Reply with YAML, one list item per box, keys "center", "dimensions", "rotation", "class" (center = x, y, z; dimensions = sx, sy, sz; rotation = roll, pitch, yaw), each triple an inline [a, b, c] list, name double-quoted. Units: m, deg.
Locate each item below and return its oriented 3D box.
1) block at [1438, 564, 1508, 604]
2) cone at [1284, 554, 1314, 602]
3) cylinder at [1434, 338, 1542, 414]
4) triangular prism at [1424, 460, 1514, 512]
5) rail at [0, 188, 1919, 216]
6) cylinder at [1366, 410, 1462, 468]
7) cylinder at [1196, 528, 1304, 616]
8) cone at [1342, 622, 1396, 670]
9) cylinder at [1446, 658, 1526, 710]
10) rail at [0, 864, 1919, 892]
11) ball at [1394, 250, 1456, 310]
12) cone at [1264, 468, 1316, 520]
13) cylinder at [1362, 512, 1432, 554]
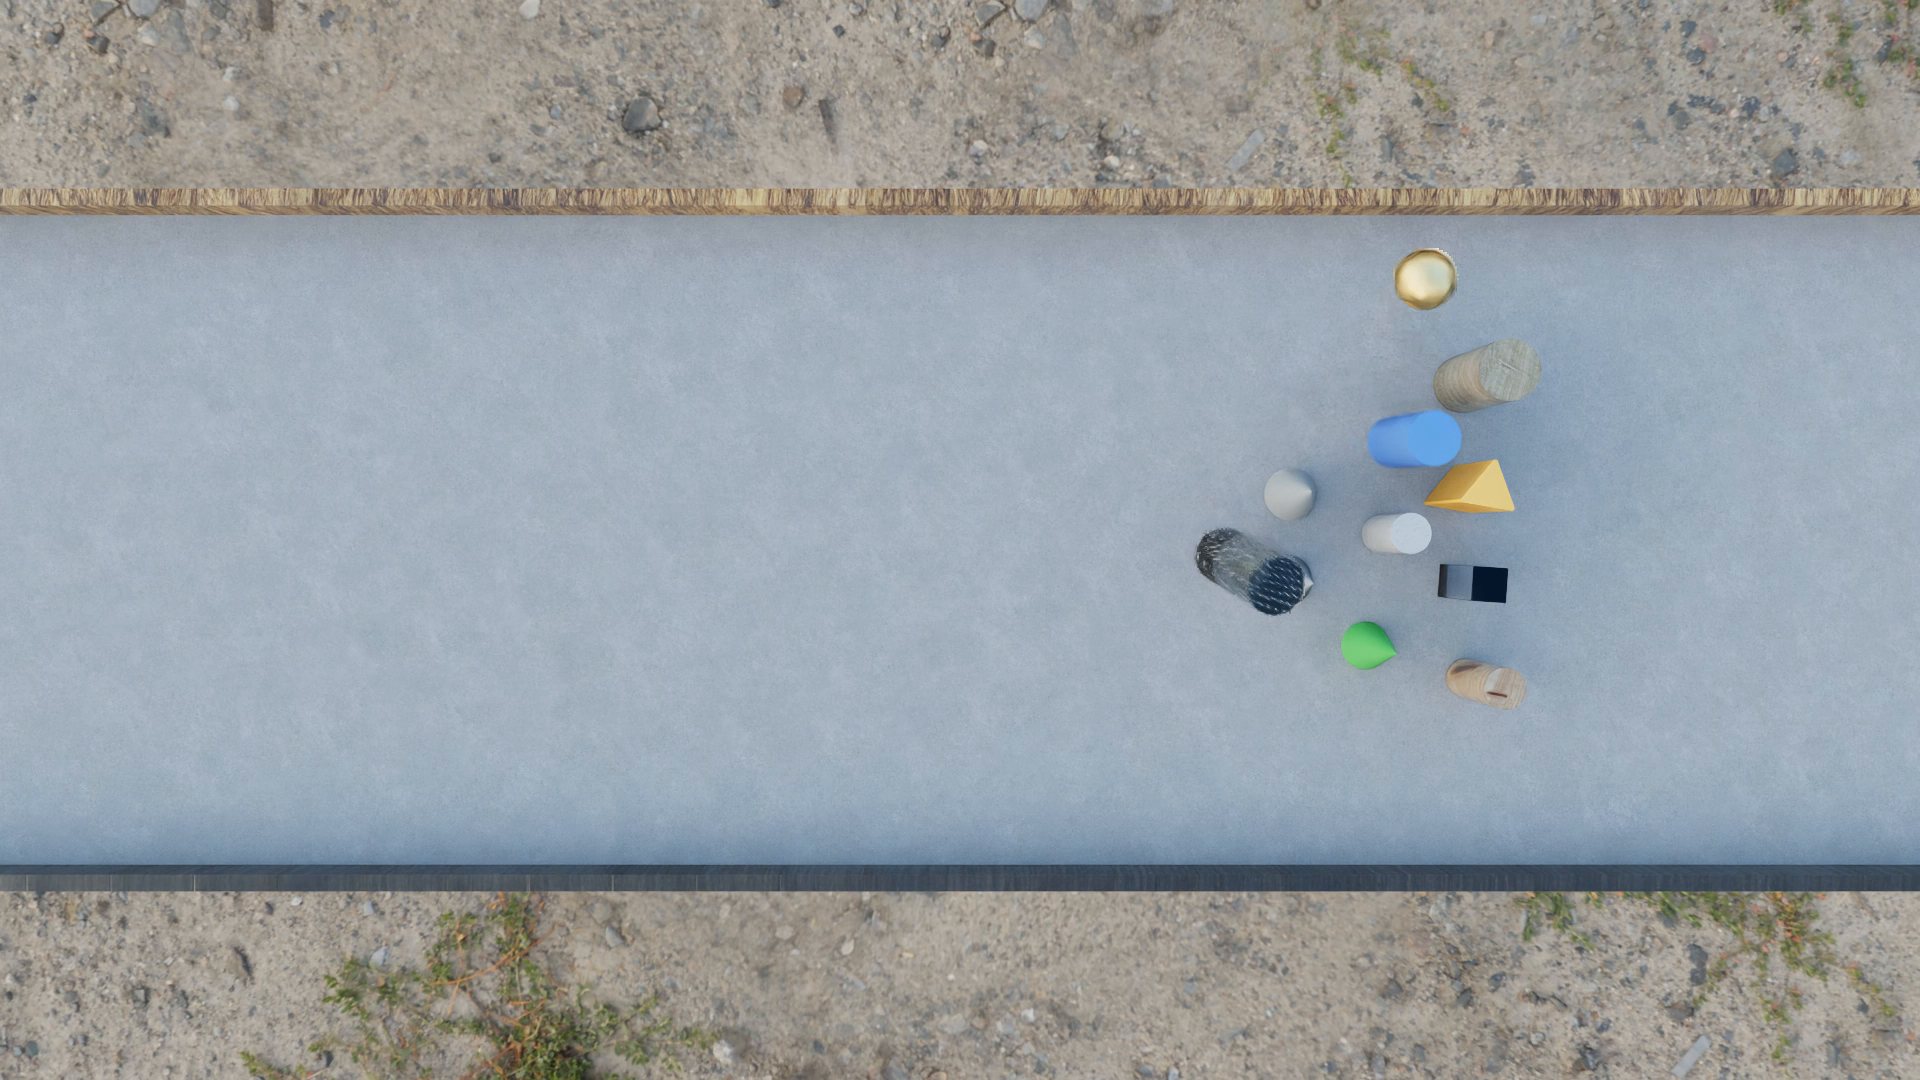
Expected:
- center: [1.524, 0.128, 4.911]
  dimensions: [0.101, 0.331, 0.101]
  rotation: [4, 90, 0]
  class: "block"
- center: [1.006, 0.124, 4.883]
  dimensions: [0.157, 0.386, 0.157]
  rotation: [0, 90, 0]
  class: "cone"
- center: [1.546, -0.479, 4.856]
  dimensions: [0.178, 0.441, 0.178]
  rotation: [0, 90, 0]
  class: "cylinder"
- center: [1.514, -0.164, 4.887]
  dimensions: [0.153, 0.378, 0.132]
  rotation: [10, 90, 0]
  class: "triangular prism"
- center: [-2.247, -1.025, 5.002]
  dimensions: [12.000, 0.150, 0.050]
  rotation: [0, 90, 0]
  class: "rail"
- center: [1.342, -0.295, 4.892]
  dimensions: [0.159, 0.356, 0.159]
  rotation: [0, 92, -5]
  class: "cylinder"
- center: [0.851, 0.088, 4.868]
  dimensions: [0.171, 0.381, 0.171]
  rotation: [-4, 104, -15]
  class: "cylinder"
- center: [1.248, 0.325, 4.890]
  dimensions: [0.148, 0.372, 0.148]
  rotation: [0, 90, 0]
  class: "cone"
- center: [1.555, 0.424, 4.889]
  dimensions: [0.122, 0.374, 0.122]
  rotation: [0, 90, 0]
  class: "cylinder"
- center: [-2.247, 1.025, 5.001]
  dimensions: [12.000, 0.150, 0.050]
  rotation: [0, 90, 0]
  class: "rail"
- center: [1.375, -0.769, 4.878]
  dimensions: [0.177, 0.177, 0.177]
  rotation: [0, 90, 0]
  class: "ball"
- center: [1.017, -0.141, 4.923]
  dimensions: [0.161, 0.308, 0.161]
  rotation: [0, 90, 0]
  class: "cone"
- center: [1.295, -0.019, 4.905]
  dimensions: [0.118, 0.343, 0.118]
  rotation: [0, 90, 0]
  class: "cylinder"
